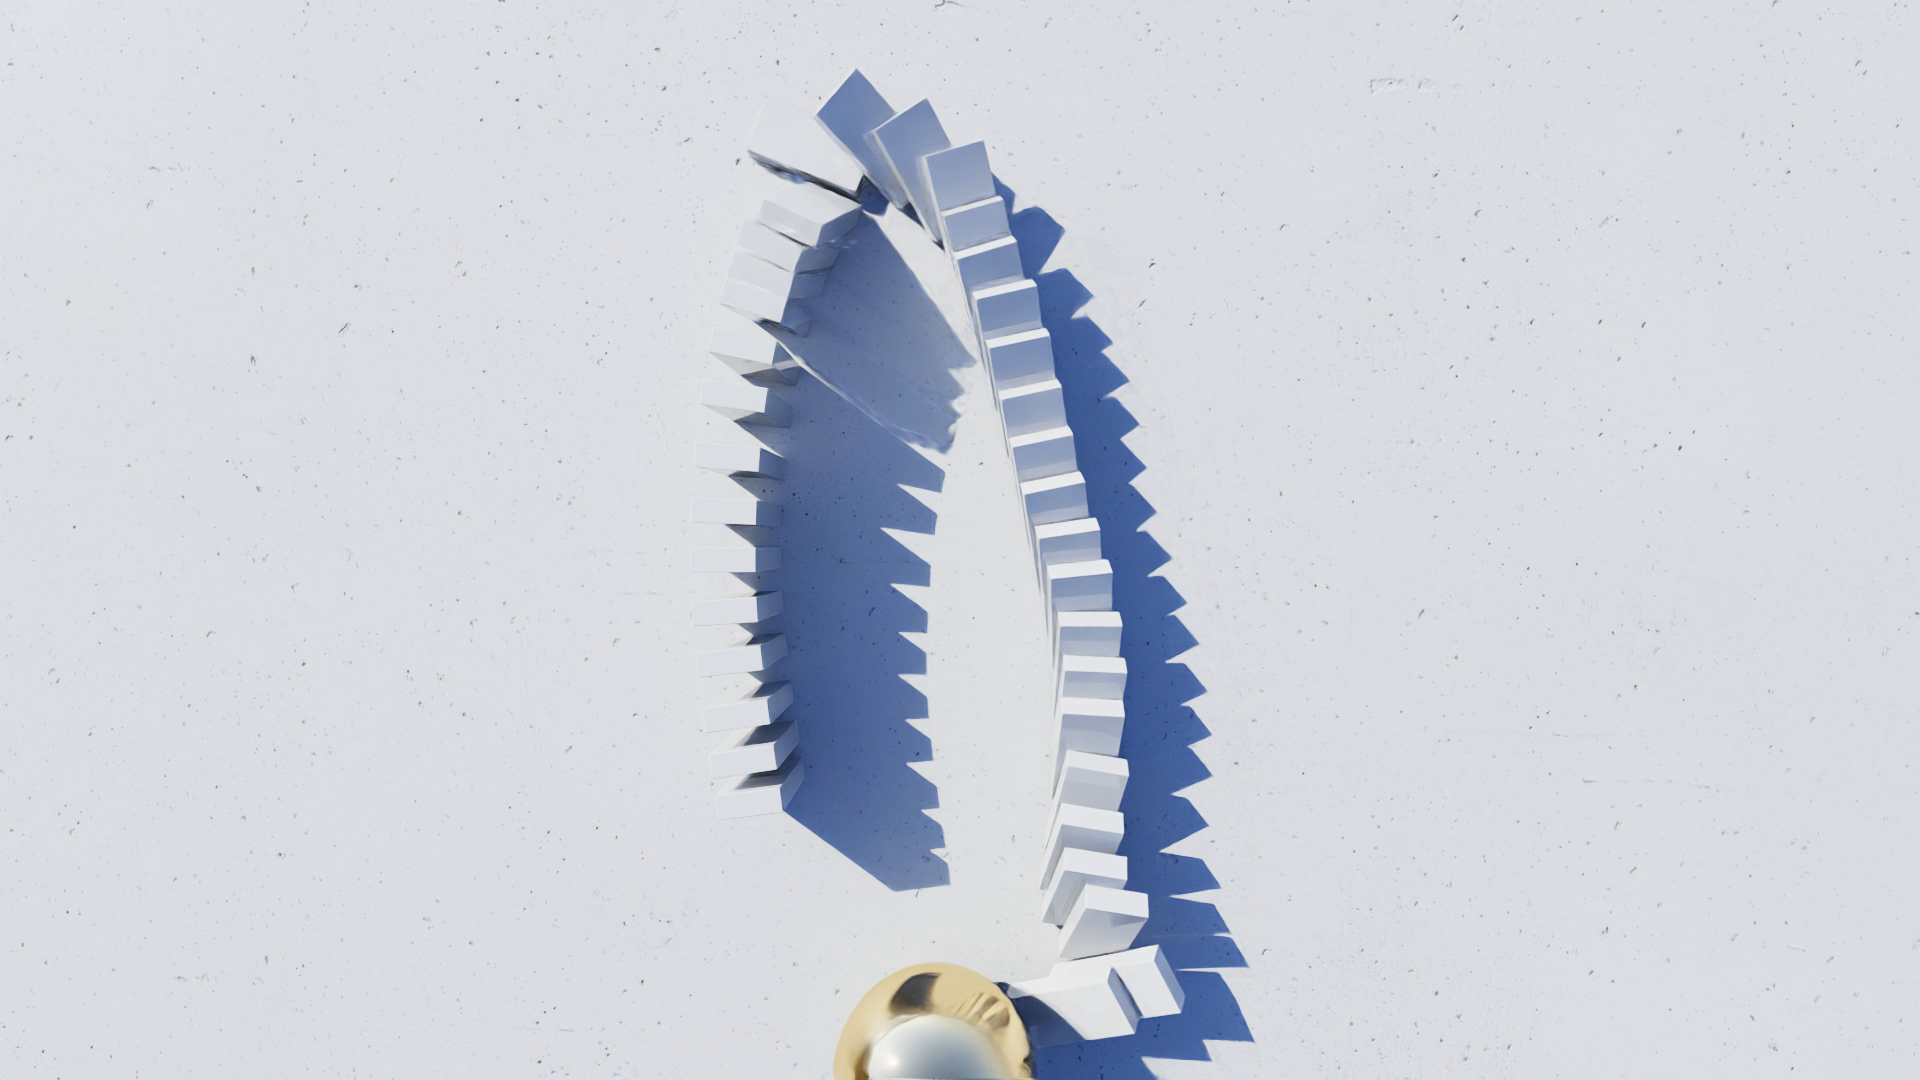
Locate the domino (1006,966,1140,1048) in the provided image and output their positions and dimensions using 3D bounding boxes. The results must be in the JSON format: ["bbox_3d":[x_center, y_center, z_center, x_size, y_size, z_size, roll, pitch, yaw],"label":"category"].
[{"bbox_3d":[0.046,0.196,0.383,0.050,0.010,0.025,-25,96,28],"label":"domino"}]

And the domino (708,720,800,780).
[{"bbox_3d":[-0.083,0.085,0.375,0.025,0.050,0.009,-8,90,0],"label":"domino"}]

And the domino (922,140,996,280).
[{"bbox_3d":[0.003,-0.138,0.384,0.025,0.009,0.050,-18,115,-5],"label":"domino"}]

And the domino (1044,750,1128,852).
[{"bbox_3d":[0.052,0.112,0.384,0.025,0.009,0.050,9,119,0],"label":"domino"}]

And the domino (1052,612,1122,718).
[{"bbox_3d":[0.052,0.053,0.383,0.025,0.009,0.050,0,122,0],"label":"domino"}]

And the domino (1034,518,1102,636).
[{"bbox_3d":[0.046,0.016,0.383,0.025,0.010,0.050,-8,122,0],"label":"domino"}]

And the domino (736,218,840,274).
[{"bbox_3d":[-0.069,-0.121,0.375,0.025,0.050,0.010,28,112,0],"label":"domino"}]

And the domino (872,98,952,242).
[{"bbox_3d":[-0.013,-0.155,0.385,0.025,0.010,0.050,-33,116,-1],"label":"domino"}]

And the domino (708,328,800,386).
[{"bbox_3d":[-0.083,-0.074,0.375,0.025,0.050,0.010,12,90,0],"label":"domino"}]

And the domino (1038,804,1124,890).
[{"bbox_3d":[0.050,0.130,0.380,0.025,0.010,0.050,9,130,0],"label":"domino"}]

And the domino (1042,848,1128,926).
[{"bbox_3d":[0.051,0.145,0.379,0.025,0.009,0.050,9,135,0],"label":"domino"}]

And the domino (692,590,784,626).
[{"bbox_3d":[-0.090,0.027,0.375,0.025,0.050,0.009,-4,90,0],"label":"domino"}]

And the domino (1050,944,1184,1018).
[{"bbox_3d":[0.065,0.187,0.383,0.050,0.009,0.025,-25,96,28],"label":"domino"}]

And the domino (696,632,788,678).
[{"bbox_3d":[-0.088,0.046,0.375,0.025,0.050,0.009,-6,90,0],"label":"domino"}]

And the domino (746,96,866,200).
[{"bbox_3d":[-0.063,-0.169,0.395,0.050,0.010,0.025,21,90,0],"label":"domino"}]

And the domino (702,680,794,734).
[{"bbox_3d":[-0.085,0.067,0.375,0.025,0.050,0.009,-8,90,0],"label":"domino"}]

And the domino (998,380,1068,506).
[{"bbox_3d":[0.033,-0.040,0.384,0.025,0.009,0.050,-12,119,0],"label":"domino"}]

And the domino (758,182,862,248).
[{"bbox_3d":[-0.061,-0.134,0.376,0.025,0.050,0.009,25,121,0],"label":"domino"}]

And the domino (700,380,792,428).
[{"bbox_3d":[-0.086,-0.055,0.375,0.025,0.050,0.010,8,90,0],"label":"domino"}]

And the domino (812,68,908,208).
[{"bbox_3d":[-0.035,-0.167,0.384,0.050,0.010,0.025,41,89,-27],"label":"domino"}]

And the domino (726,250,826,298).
[{"bbox_3d":[-0.074,-0.109,0.375,0.025,0.050,0.009,22,108,0],"label":"domino"}]

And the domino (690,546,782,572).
[{"bbox_3d":[-0.091,0.008,0.375,0.025,0.050,0.009,0,90,0],"label":"domino"}]

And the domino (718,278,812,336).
[{"bbox_3d":[-0.078,-0.094,0.375,0.025,0.050,0.009,18,96,0],"label":"domino"}]

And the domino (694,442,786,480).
[{"bbox_3d":[-0.089,-0.032,0.375,0.025,0.050,0.009,5,90,0],"label":"domino"}]

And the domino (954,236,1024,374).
[{"bbox_3d":[0.016,-0.097,0.382,0.025,0.009,0.050,-16,122,0],"label":"domino"}]

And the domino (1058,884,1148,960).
[{"bbox_3d":[0.058,0.160,0.379,0.025,0.009,0.050,10,134,-2],"label":"domino"}]

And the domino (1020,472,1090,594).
[{"bbox_3d":[0.041,-0.002,0.383,0.025,0.010,0.050,-12,121,0],"label":"domino"}]

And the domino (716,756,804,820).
[{"bbox_3d":[-0.081,0.101,0.375,0.025,0.050,0.009,-7,90,0],"label":"domino"}]

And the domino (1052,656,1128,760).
[{"bbox_3d":[0.053,0.071,0.383,0.025,0.010,0.050,3,122,-1],"label":"domino"}]

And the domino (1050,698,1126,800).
[{"bbox_3d":[0.053,0.088,0.382,0.025,0.009,0.050,3,123,1],"label":"domino"}]

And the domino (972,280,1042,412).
[{"bbox_3d":[0.022,-0.080,0.382,0.025,0.010,0.050,-13,122,-2],"label":"domino"}]

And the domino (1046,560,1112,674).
[{"bbox_3d":[0.050,0.033,0.382,0.025,0.010,0.050,-6,122,-2],"label":"domino"}]

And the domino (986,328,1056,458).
[{"bbox_3d":[0.028,-0.061,0.383,0.025,0.009,0.050,-12,121,0],"label":"domino"}]

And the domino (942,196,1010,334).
[{"bbox_3d":[0.011,-0.114,0.384,0.025,0.009,0.050,-16,119,0],"label":"domino"}]

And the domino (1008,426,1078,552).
[{"bbox_3d":[0.037,-0.021,0.384,0.025,0.010,0.050,-12,119,0],"label":"domino"}]

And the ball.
[{"bbox_3d":[-0.010,0.210,0.360,0.080,0.080,0.080,0,90,0],"label":"ball"}]

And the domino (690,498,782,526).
[{"bbox_3d":[-0.090,-0.011,0.375,0.025,0.050,0.009,2,90,0],"label":"domino"}]
